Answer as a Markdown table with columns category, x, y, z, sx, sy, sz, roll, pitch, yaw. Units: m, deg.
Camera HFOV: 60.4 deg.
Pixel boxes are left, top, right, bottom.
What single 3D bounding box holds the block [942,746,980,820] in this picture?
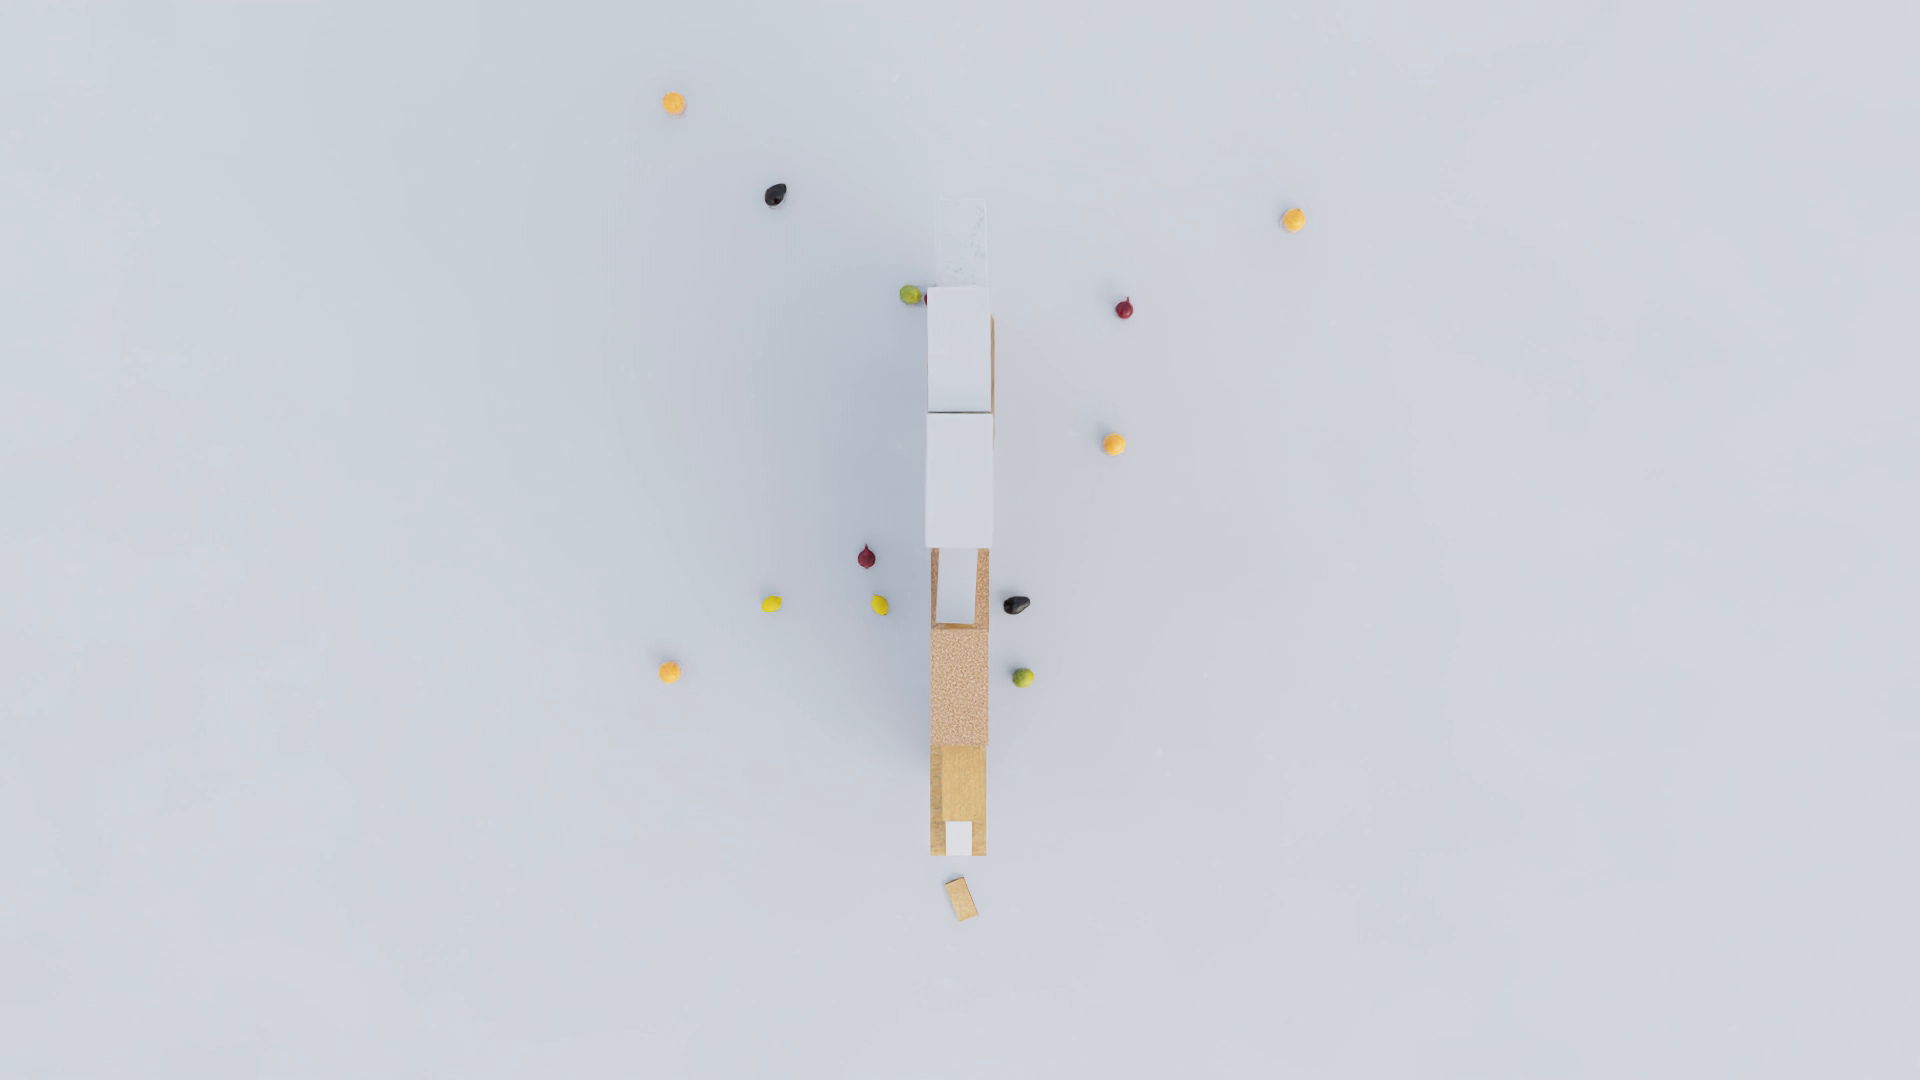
| category | x | y | z | sx | sy | sz | roll | pitch | yaw |
| --- | --- | --- | --- | --- | --- | --- | --- | --- | --- |
| block | 0.004 | 0.599 | 4.090 | 0.095 | 0.027 | 0.190 | 0 | 90 | 0 |

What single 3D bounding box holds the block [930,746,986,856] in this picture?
| category | x | y | z | sx | sy | sz | roll | pitch | yaw |
| --- | --- | --- | --- | --- | --- | --- | --- | --- | --- |
| block | -0.004 | 0.676 | 4.314 | 0.147 | 0.042 | 0.293 | 0 | 90 | 0 |

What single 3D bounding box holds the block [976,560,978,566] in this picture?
| category | x | y | z | sx | sy | sz | roll | pitch | yaw |
| --- | --- | --- | --- | --- | --- | --- | --- | --- | --- |
| block | -0.004 | 0.052 | 4.313 | 0.097 | 0.194 | 0.027 | 1 | 90 | 0 |

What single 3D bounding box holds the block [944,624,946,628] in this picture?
| category | x | y | z | sx | sy | sz | roll | pitch | yaw |
| --- | --- | --- | --- | --- | --- | --- | --- | --- | --- |
| block | -0.004 | 0.230 | 4.657 | 0.085 | 0.024 | 0.169 | 1 | 90 | 0 |

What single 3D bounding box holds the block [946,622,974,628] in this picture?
| category | x | y | z | sx | sy | sz | roll | pitch | yaw |
| --- | --- | --- | --- | --- | --- | --- | --- | --- | --- |
| block | 0.000 | 0.165 | 4.474 | 0.080 | 0.023 | 0.160 | 0 | 90 | 0 |

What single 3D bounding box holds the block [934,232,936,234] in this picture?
| category | x | y | z | sx | sy | sz | roll | pitch | yaw |
| --- | --- | --- | --- | --- | --- | --- | --- | --- | --- |
| block | 0.001 | -0.792 | 4.257 | 0.128 | 0.257 | 0.036 | 0 | 90 | 0 |

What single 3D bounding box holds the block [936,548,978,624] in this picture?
| category | x | y | z | sx | sy | sz | roll | pitch | yaw |
| --- | --- | --- | --- | --- | --- | --- | --- | --- | --- |
| block | -0.008 | 0.115 | 4.202 | 0.097 | 0.027 | 0.194 | 3 | 90 | 0 |

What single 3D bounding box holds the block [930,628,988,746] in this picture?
| category | x | y | z | sx | sy | sz | roll | pitch | yaw |
| --- | --- | --- | --- | --- | --- | --- | --- | --- | --- |
| block | -0.001 | 0.357 | 4.014 | 0.141 | 0.040 | 0.282 | 0 | 90 | 0 |

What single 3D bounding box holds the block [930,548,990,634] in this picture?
| category | x | y | z | sx | sy | sz | roll | pitch | yaw |
| --- | --- | --- | --- | --- | --- | --- | --- | --- | --- |
| block | 0.000 | 0.102 | 4.863 | 0.171 | 0.049 | 0.343 | 0 | 90 | 0 |

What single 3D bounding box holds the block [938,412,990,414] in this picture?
| category | x | y | z | sx | sy | sz | roll | pitch | yaw |
| --- | --- | --- | --- | --- | --- | --- | --- | --- | --- |
| block | 0.003 | -0.220 | 4.078 | 0.138 | 0.039 | 0.275 | 0 | 90 | 0 |

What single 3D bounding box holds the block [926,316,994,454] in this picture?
| category | x | y | z | sx | sy | sz | roll | pitch | yaw |
| --- | --- | --- | --- | --- | --- | --- | --- | --- | --- |
| block | 0.002 | -0.412 | 4.398 | 0.180 | 0.051 | 0.359 | 0 | 90 | 0 |

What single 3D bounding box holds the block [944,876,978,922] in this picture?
| category | x | y | z | sx | sy | sz | roll | pitch | yaw |
| --- | --- | --- | --- | --- | --- | --- | --- | --- | --- |
| block | 0.004 | 1.196 | 5.491 | 0.066 | 0.019 | 0.132 | -21 | 90 | 0 |

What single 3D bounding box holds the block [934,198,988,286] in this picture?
| category | x | y | z | sx | sy | sz | roll | pitch | yaw |
| --- | --- | --- | --- | --- | --- | --- | --- | --- | --- |
| block | 0.003 | -0.719 | 4.110 | 0.128 | 0.036 | 0.257 | -1 | 90 | 0 |

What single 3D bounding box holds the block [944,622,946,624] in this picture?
| category | x | y | z | sx | sy | sz | roll | pitch | yaw |
| --- | --- | --- | --- | --- | --- | --- | --- | --- | --- |
| block | -0.001 | 0.218 | 4.565 | 0.080 | 0.160 | 0.023 | 0 | 90 | 0 |

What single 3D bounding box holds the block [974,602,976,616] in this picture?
| category | x | y | z | sx | sy | sz | roll | pitch | yaw |
| --- | --- | --- | --- | --- | --- | --- | --- | --- | --- |
| block | -0.005 | 0.181 | 4.339 | 0.097 | 0.246 | 0.027 | 1 | 90 | 0 |

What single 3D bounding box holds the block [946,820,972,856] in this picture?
| category | x | y | z | sx | sy | sz | roll | pitch | yaw |
| --- | --- | --- | --- | --- | --- | --- | --- | --- | --- |
| block | -0.003 | 0.762 | 4.245 | 0.066 | 0.019 | 0.132 | 0 | 129 | 0 |

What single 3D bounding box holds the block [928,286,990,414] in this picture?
| category | x | y | z | sx | sy | sz | roll | pitch | yaw |
| --- | --- | --- | --- | --- | --- | --- | --- | --- | --- |
| block | -0.002 | -0.433 | 3.756 | 0.141 | 0.040 | 0.283 | -1 | 90 | 0 |

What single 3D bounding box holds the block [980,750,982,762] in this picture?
| category | x | y | z | sx | sy | sz | roll | pitch | yaw |
| --- | --- | --- | --- | --- | --- | --- | --- | --- | --- |
| block | 0.005 | 0.538 | 4.199 | 0.095 | 0.190 | 0.027 | 0 | 90 | 0 |

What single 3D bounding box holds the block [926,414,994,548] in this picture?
| category | x | y | z | sx | sy | sz | roll | pitch | yaw |
| --- | --- | --- | --- | --- | --- | --- | --- | --- | --- |
| block | -0.002 | -0.133 | 3.734 | 0.151 | 0.043 | 0.302 | 0 | 90 | 0 |
